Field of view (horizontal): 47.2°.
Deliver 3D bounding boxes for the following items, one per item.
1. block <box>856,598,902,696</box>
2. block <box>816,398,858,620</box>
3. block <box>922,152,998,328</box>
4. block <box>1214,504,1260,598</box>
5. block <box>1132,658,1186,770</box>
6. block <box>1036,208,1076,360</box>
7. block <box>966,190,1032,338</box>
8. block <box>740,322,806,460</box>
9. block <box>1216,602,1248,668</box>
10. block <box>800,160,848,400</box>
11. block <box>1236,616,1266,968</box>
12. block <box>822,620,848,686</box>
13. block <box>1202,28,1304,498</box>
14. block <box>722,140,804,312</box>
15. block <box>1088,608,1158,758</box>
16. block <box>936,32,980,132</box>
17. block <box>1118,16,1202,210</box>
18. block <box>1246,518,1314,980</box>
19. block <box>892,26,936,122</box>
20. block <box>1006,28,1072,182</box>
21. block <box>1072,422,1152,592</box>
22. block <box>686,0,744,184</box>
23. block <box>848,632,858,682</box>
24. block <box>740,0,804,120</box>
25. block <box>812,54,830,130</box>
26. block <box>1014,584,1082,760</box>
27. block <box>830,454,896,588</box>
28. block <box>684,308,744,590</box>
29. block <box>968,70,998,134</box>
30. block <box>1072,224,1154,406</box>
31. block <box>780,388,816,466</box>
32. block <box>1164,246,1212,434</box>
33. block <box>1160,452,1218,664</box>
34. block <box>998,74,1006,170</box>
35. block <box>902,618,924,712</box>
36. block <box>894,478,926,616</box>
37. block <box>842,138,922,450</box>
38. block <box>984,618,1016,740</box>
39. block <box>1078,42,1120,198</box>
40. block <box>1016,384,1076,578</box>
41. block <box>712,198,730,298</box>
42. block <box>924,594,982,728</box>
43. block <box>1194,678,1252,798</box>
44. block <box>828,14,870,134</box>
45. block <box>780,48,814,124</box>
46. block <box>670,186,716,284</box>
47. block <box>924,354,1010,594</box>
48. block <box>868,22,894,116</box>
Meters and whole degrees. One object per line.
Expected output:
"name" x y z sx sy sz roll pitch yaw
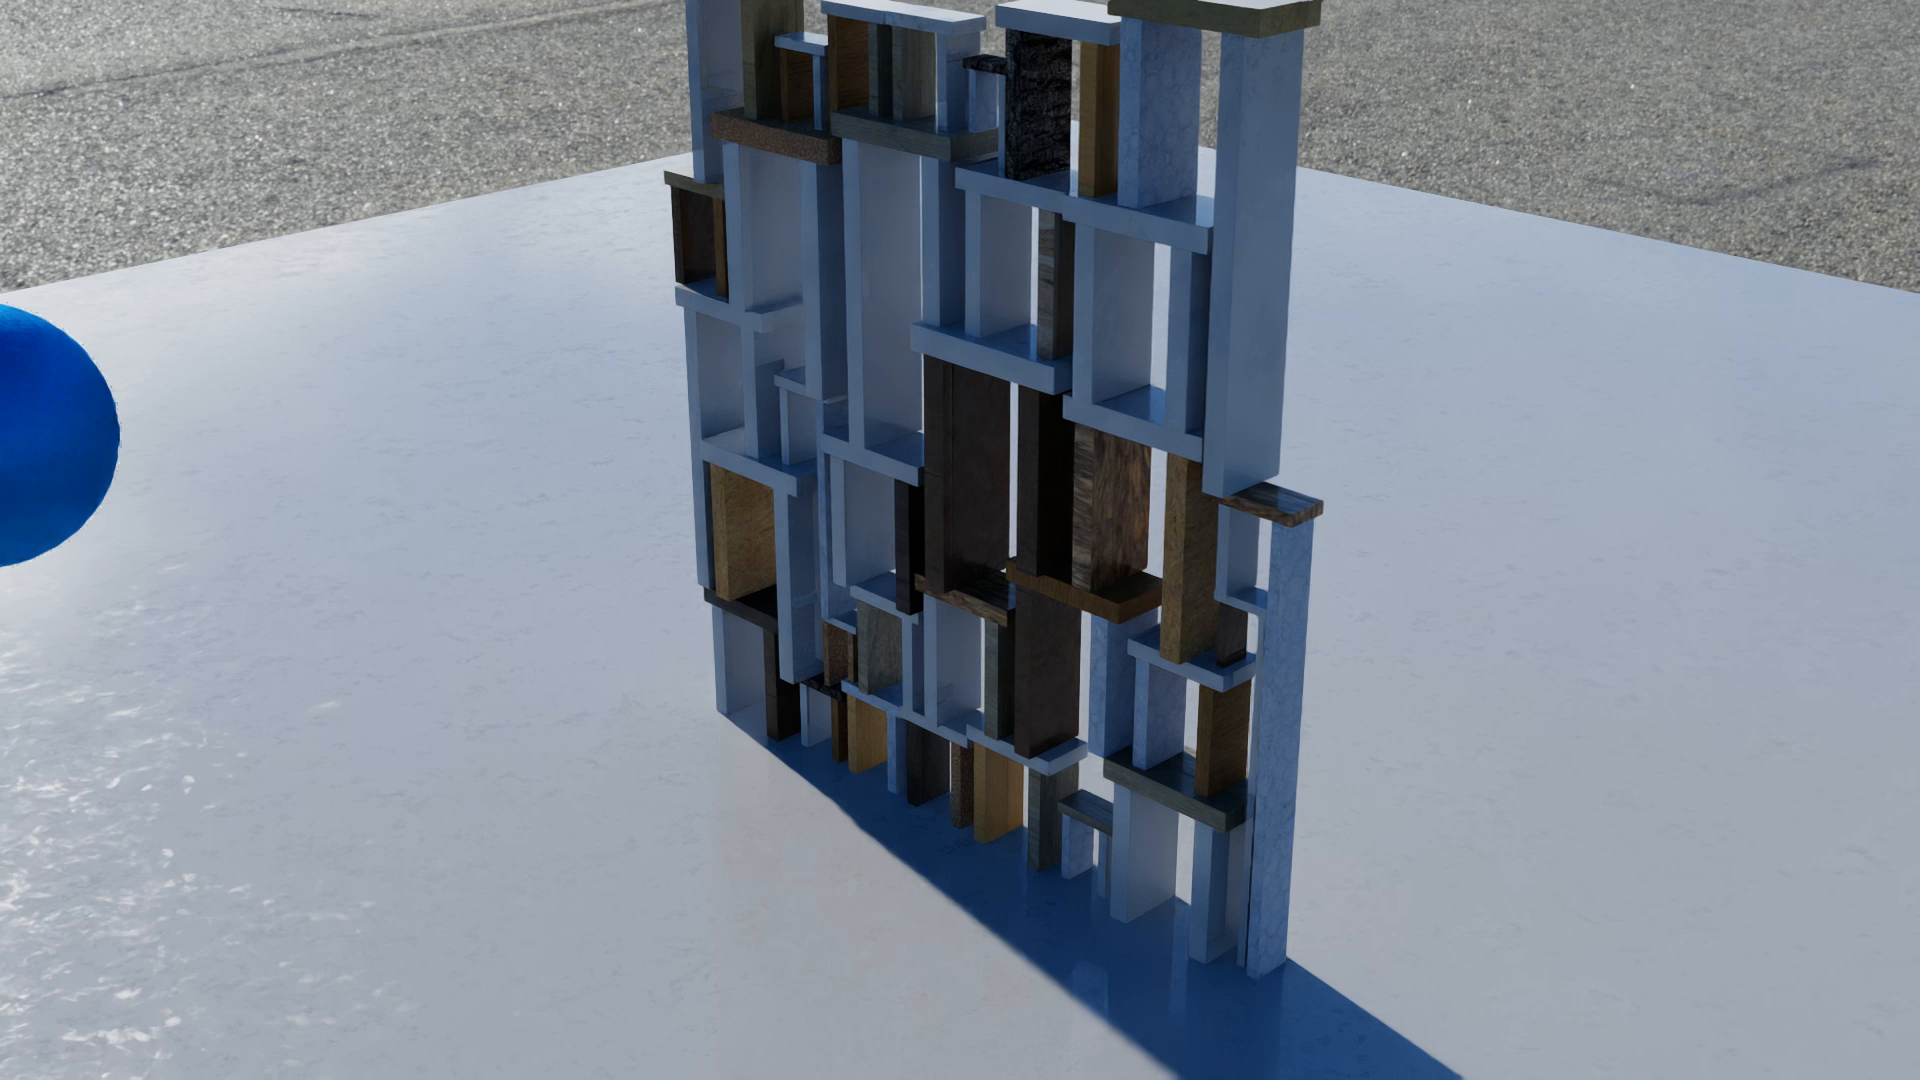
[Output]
"block" -0.163 0.204 4.486 0.028 0.208 0.099 21 31 41
"block" -0.249 -0.068 4.459 0.081 0.472 0.023 -21 31 -41
"block" 0.001 -0.554 3.991 0.044 0.309 0.154 21 31 40
"block" 0.469 0.008 3.713 0.024 0.167 0.084 21 31 41
"block" 0.360 0.296 3.957 0.108 0.216 0.031 -21 31 -41
"block" 0.193 -0.455 3.817 0.037 0.264 0.132 21 31 41
"block" 0.069 -0.504 3.931 0.037 0.264 0.132 21 31 40
"block" -0.377 -0.316 4.502 0.138 0.276 0.039 -21 31 -41
"block" 0.469 0.154 3.782 0.061 0.122 0.017 -21 30 -41
"block" -0.225 -0.515 4.251 0.048 0.468 0.169 21 31 41
"block" 0.528 0.439 3.841 0.017 0.692 0.061 21 31 41
"block" -0.259 0.229 4.596 0.016 0.149 0.057 21 31 41
"block" 0.469 -0.442 3.533 0.152 0.753 0.043 -21 31 -40
"block" -0.384 -0.637 4.372 0.048 0.338 0.169 21 31 41
"block" 0.296 0.245 4.000 0.039 0.277 0.139 21 31 40
"block" -0.002 -0.812 3.876 0.024 0.168 0.084 21 31 40
"block" 0.325 -0.704 3.577 0.043 0.304 0.152 21 31 41
"block" 0.548 0.365 3.778 0.084 0.876 0.024 -21 31 -41
"block" -0.082 -0.843 3.949 0.024 0.168 0.084 21 31 40
"block" 0.134 -0.751 3.755 0.036 0.254 0.126 21 31 41
"block" 0.270 -0.077 3.905 0.155 0.310 0.044 -21 31 -40
"block" -0.476 -0.917 4.351 0.036 0.406 0.126 21 31 40
"block" -0.205 0.233 4.540 0.016 0.113 0.057 21 31 41
"block" -0.357 -0.942 4.211 0.036 0.252 0.126 21 31 41
"block" -0.242 -0.844 4.125 0.020 0.140 0.070 21 31 41
"block" 0.166 0.228 4.135 0.139 0.351 0.039 -21 31 -41
"block" -0.193 -0.055 4.406 0.138 0.276 0.039 -21 31 -41
"block" -0.507 -0.206 4.690 0.039 0.626 0.138 21 31 41
"block" 0.041 -0.775 3.859 0.016 0.112 0.056 21 31 40
"block" 0.263 -0.401 3.763 0.155 0.311 0.044 -21 31 -40
"block" -0.326 -0.240 4.469 0.081 0.163 0.023 -21 31 -40
"block" 0.409 -0.344 3.628 0.155 0.311 0.044 -21 31 -40
"block" 0.417 0.013 3.783 0.155 0.380 0.044 -21 31 -41
"block" 0.092 -0.729 3.819 0.016 0.164 0.056 21 31 41
"block" -0.070 0.235 4.399 0.028 0.197 0.099 21 31 41
"block" -0.063 -0.004 4.286 0.138 0.276 0.039 -21 31 -41
"block" -0.145 -0.477 4.181 0.154 0.598 0.044 -21 31 -40
"block" 0.103 0.249 4.217 0.035 0.248 0.124 21 31 41
"block" 0.253 -0.706 3.646 0.036 0.253 0.126 21 31 40
"block" 0.183 -0.127 3.966 0.050 0.356 0.178 21 31 41
"block" -0.449 -0.602 4.463 0.029 0.203 0.102 21 31 41
"block" -0.014 0.219 4.331 0.124 0.280 0.035 -21 31 -41
"block" 0.462 0.336 3.863 0.031 0.216 0.108 21 31 41
"block" -0.204 -0.865 4.071 0.024 0.221 0.084 21 31 41
"block" -0.308 -0.870 4.186 0.020 0.140 0.070 21 31 41
"block" -0.545 -0.640 4.551 0.029 0.203 0.102 21 31 41
"block" 0.014 -0.143 4.141 0.178 0.464 0.050 -21 31 -41
"block" -0.127 -0.859 3.987 0.024 0.167 0.084 21 31 40
